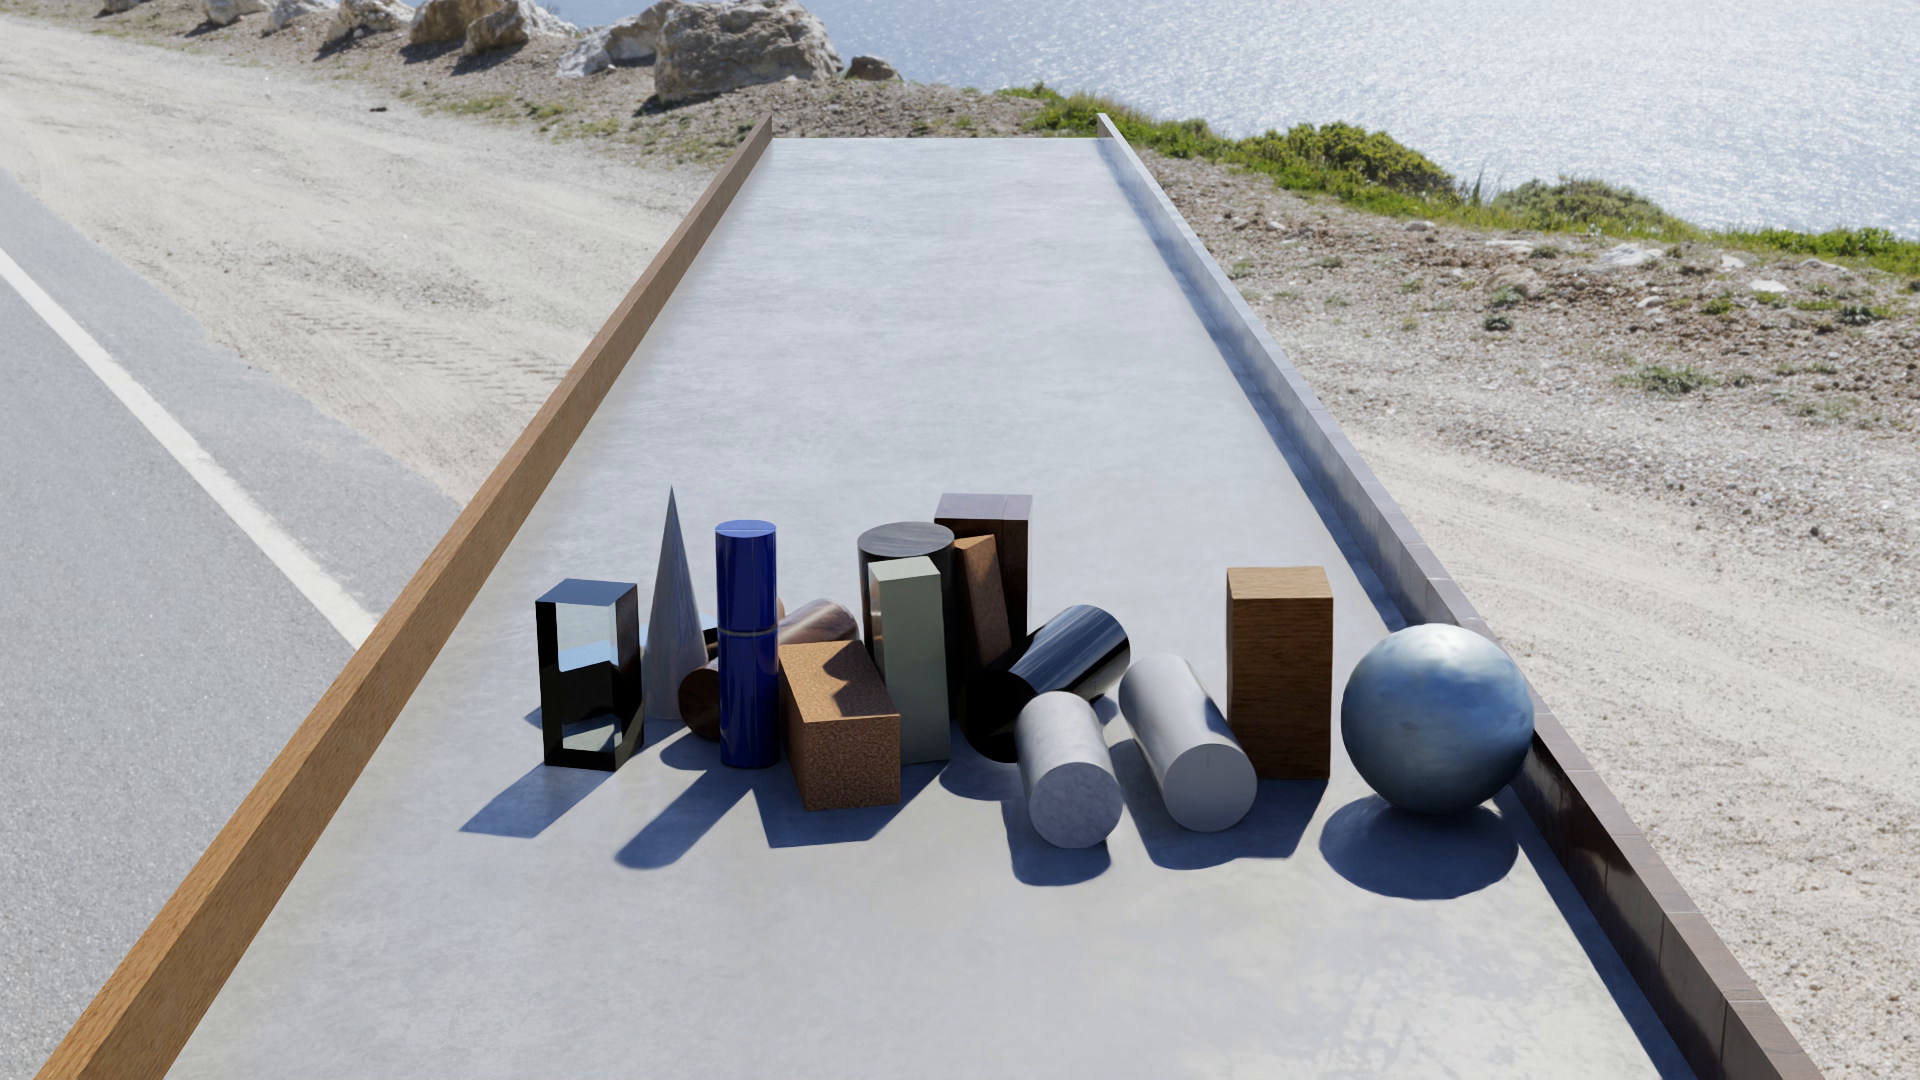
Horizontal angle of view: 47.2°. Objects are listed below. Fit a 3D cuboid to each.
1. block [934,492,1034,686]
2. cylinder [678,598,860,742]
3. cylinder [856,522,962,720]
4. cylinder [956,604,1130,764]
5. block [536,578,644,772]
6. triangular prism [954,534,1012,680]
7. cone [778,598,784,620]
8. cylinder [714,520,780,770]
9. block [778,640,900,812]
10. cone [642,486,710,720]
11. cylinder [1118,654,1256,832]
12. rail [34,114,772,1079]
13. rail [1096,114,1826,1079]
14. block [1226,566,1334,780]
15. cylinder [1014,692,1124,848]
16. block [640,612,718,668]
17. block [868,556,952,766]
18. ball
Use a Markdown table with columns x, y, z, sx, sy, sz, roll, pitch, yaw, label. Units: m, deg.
| x | y | z | sx | sy | sz | roll | pitch | yaw | label |
| --- | --- | --- | --- | --- | --- | --- | --- | --- | --- |
| 0.047 | 0.106 | 4.244 | 0.177 | 0.357 | 0.177 | 1 | 17 | 5 | block |
| -0.356 | 0.241 | 4.169 | 0.141 | 0.141 | 0.450 | 8 | 18 | 24 | cylinder |
| -0.090 | 0.157 | 4.075 | 0.178 | 0.341 | 0.178 | -3 | 21 | 1 | cylinder |
| 0.159 | 0.259 | 4.047 | 0.176 | 0.176 | 0.400 | 8 | 18 | 24 | cylinder |
| -0.653 | 0.238 | 3.892 | 0.135 | 0.306 | 0.135 | 4 | 17 | 13 | block |
| 0.028 | 0.159 | 4.106 | 0.082 | 0.325 | 0.095 | 1 | 17 | 37 | triangular prism |
| -0.410 | 0.231 | 4.332 | 0.135 | 0.135 | 0.343 | -1 | 28 | -5 | cone |
| -0.371 | 0.185 | 3.849 | 0.106 | 0.430 | 0.106 | 1 | 17 | 0 | cylinder |
| -0.220 | 0.320 | 3.869 | 0.160 | 0.160 | 0.394 | -3 | 17 | -11 | block |
| -0.533 | 0.104 | 4.104 | 0.156 | 0.438 | 0.156 | 1 | 17 | 0 | cone |
| 0.387 | 0.342 | 3.799 | 0.157 | 0.157 | 0.439 | -2 | 17 | -5 | cylinder |
| -1.118 | -0.838 | 7.780 | 0.050 | 0.150 | 12.000 | 0 | 17 | -1 | rail |
| 0.932 | -0.844 | 7.801 | 0.050 | 0.150 | 12.000 | 0 | 17 | -1 | rail |
| 0.557 | 0.231 | 3.853 | 0.170 | 0.332 | 0.170 | -1 | 17 | 4 | block |
| 0.178 | 0.380 | 3.681 | 0.152 | 0.152 | 0.321 | -1 | 17 | -3 | cylinder |
| -0.621 | 0.236 | 4.250 | 0.346 | 0.105 | 0.105 | -13 | 21 | -38 | block |
| -0.089 | 0.214 | 3.892 | 0.108 | 0.345 | 0.108 | -7 | 18 | -11 | block |
| 0.794 | 0.298 | 3.670 | 0.316 | 0.316 | 0.316 | 0 | 17 | 0 | ball |
